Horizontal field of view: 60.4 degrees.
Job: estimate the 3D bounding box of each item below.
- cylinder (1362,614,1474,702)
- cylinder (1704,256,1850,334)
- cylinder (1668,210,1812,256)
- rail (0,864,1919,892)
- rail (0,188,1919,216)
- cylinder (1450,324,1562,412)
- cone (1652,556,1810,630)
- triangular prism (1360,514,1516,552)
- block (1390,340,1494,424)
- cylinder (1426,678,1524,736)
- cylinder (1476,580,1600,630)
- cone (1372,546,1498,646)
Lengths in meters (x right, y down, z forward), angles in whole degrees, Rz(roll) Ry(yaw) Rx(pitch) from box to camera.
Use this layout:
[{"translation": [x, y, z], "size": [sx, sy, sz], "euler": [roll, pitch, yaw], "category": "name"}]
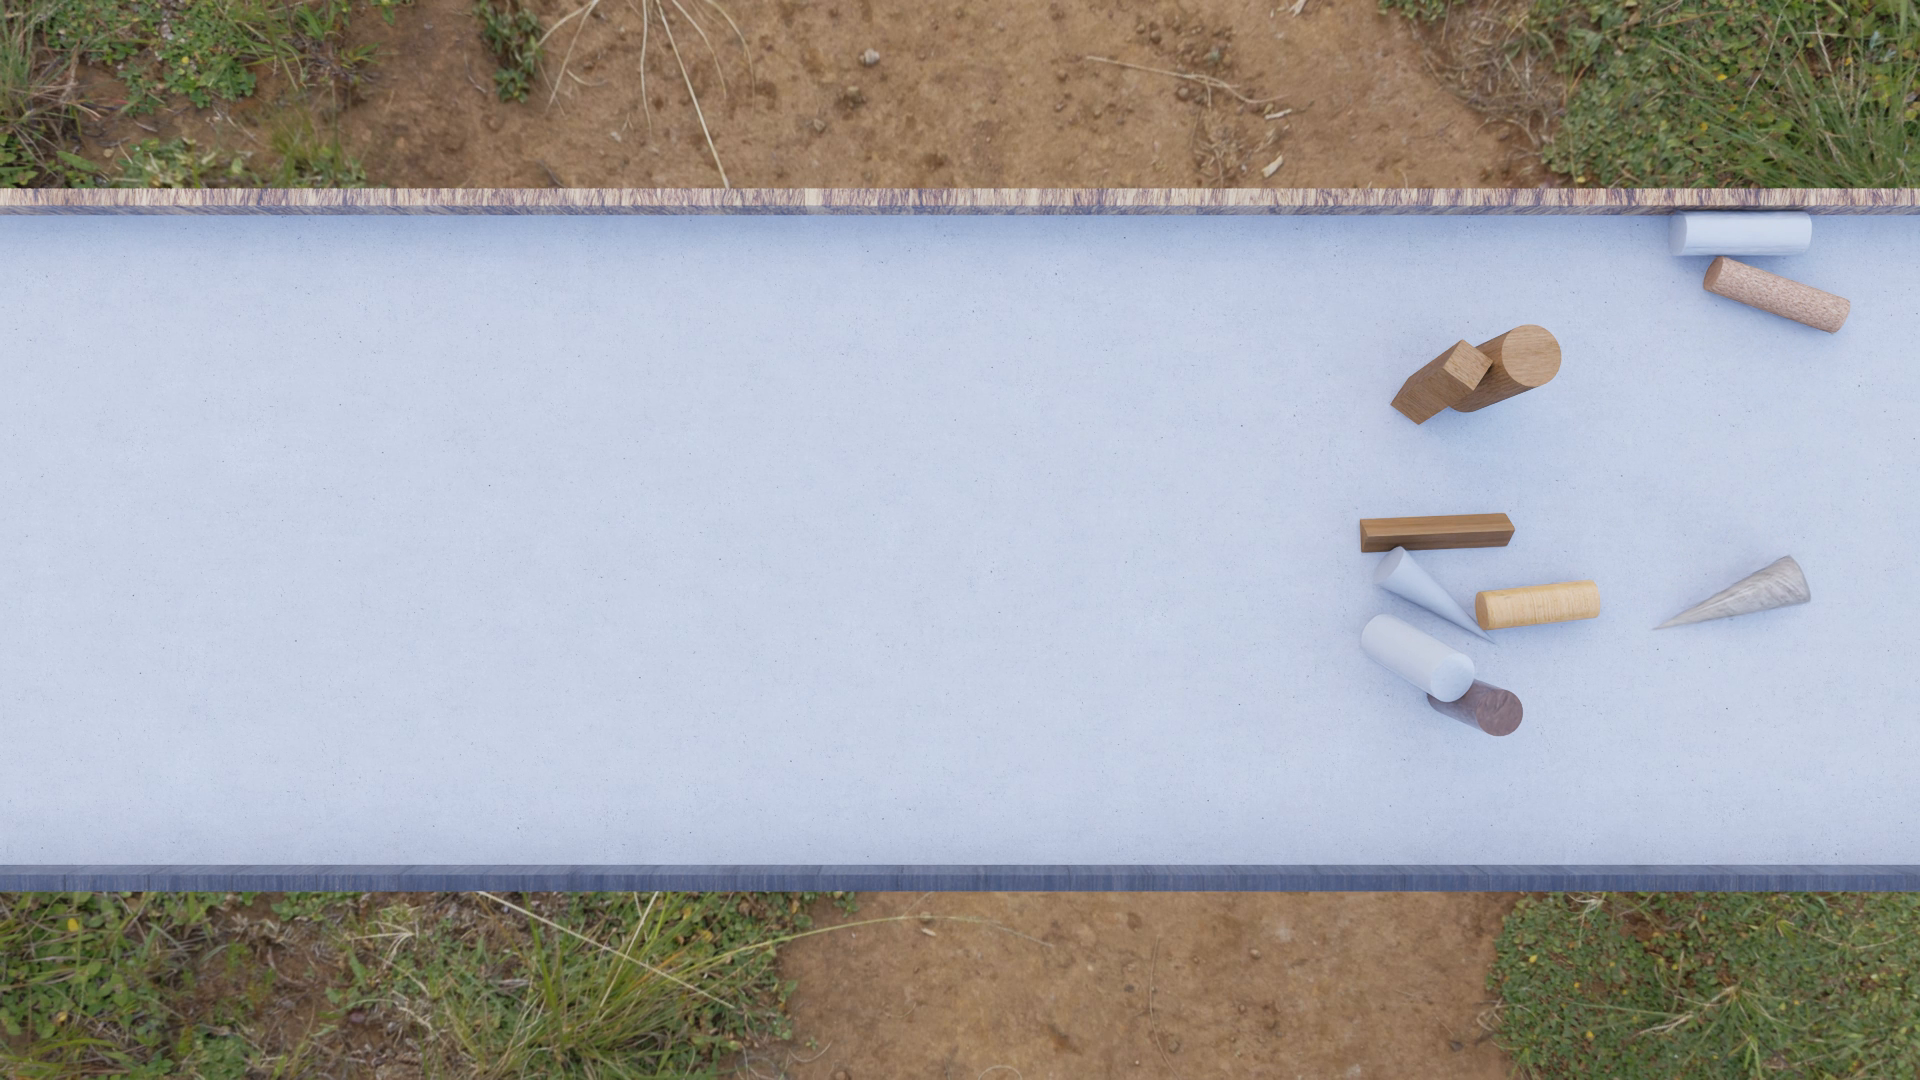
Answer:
[{"translation": [1.352, 0.345, 4.886], "size": [0.150, 0.352, 0.150], "euler": [-6, 109, -19], "category": "cylinder"}, {"translation": [2.485, -0.747, 5.021], "size": [0.406, 0.110, 0.110], "euler": [19, 90, 0], "category": "cylinder"}, {"translation": [2.365, -0.932, 5.009], "size": [0.374, 0.136, 0.136], "euler": [0, 90, 0], "category": "cylinder"}, {"translation": [-2.247, 1.025, 5.001], "size": [12.000, 0.150, 0.050], "euler": [0, 90, 0], "category": "rail"}, {"translation": [-2.247, -1.025, 5.002], "size": [12.000, 0.150, 0.050], "euler": [0, 90, 0], "category": "rail"}, {"translation": [1.579, -0.500, 4.852], "size": [0.179, 0.426, 0.179], "euler": [1, 84, -8], "category": "cylinder"}, {"translation": [2.331, 0.198, 5.039], "size": [0.455, 0.154, 0.154], "euler": [-21, 90, 10], "category": "cone"}, {"translation": [1.456, -0.023, 5.030], "size": [0.447, 0.087, 0.101], "euler": [-2, 90, 0], "category": "triangular prism"}, {"translation": [1.415, -0.461, 4.864], "size": [0.108, 0.410, 0.108], "euler": [36, 78, 1], "category": "block"}, {"translation": [1.511, 0.478, 4.859], "size": [0.135, 0.429, 0.135], "euler": [0, 92, -2], "category": "cylinder"}, {"translation": [1.755, 0.197, 5.016], "size": [0.340, 0.119, 0.119], "euler": [-6, 90, 0], "category": "cylinder"}, {"translation": [1.483, 0.204, 5.042], "size": [0.452, 0.137, 0.137], "euler": [35, 90, -9], "category": "cone"}]
